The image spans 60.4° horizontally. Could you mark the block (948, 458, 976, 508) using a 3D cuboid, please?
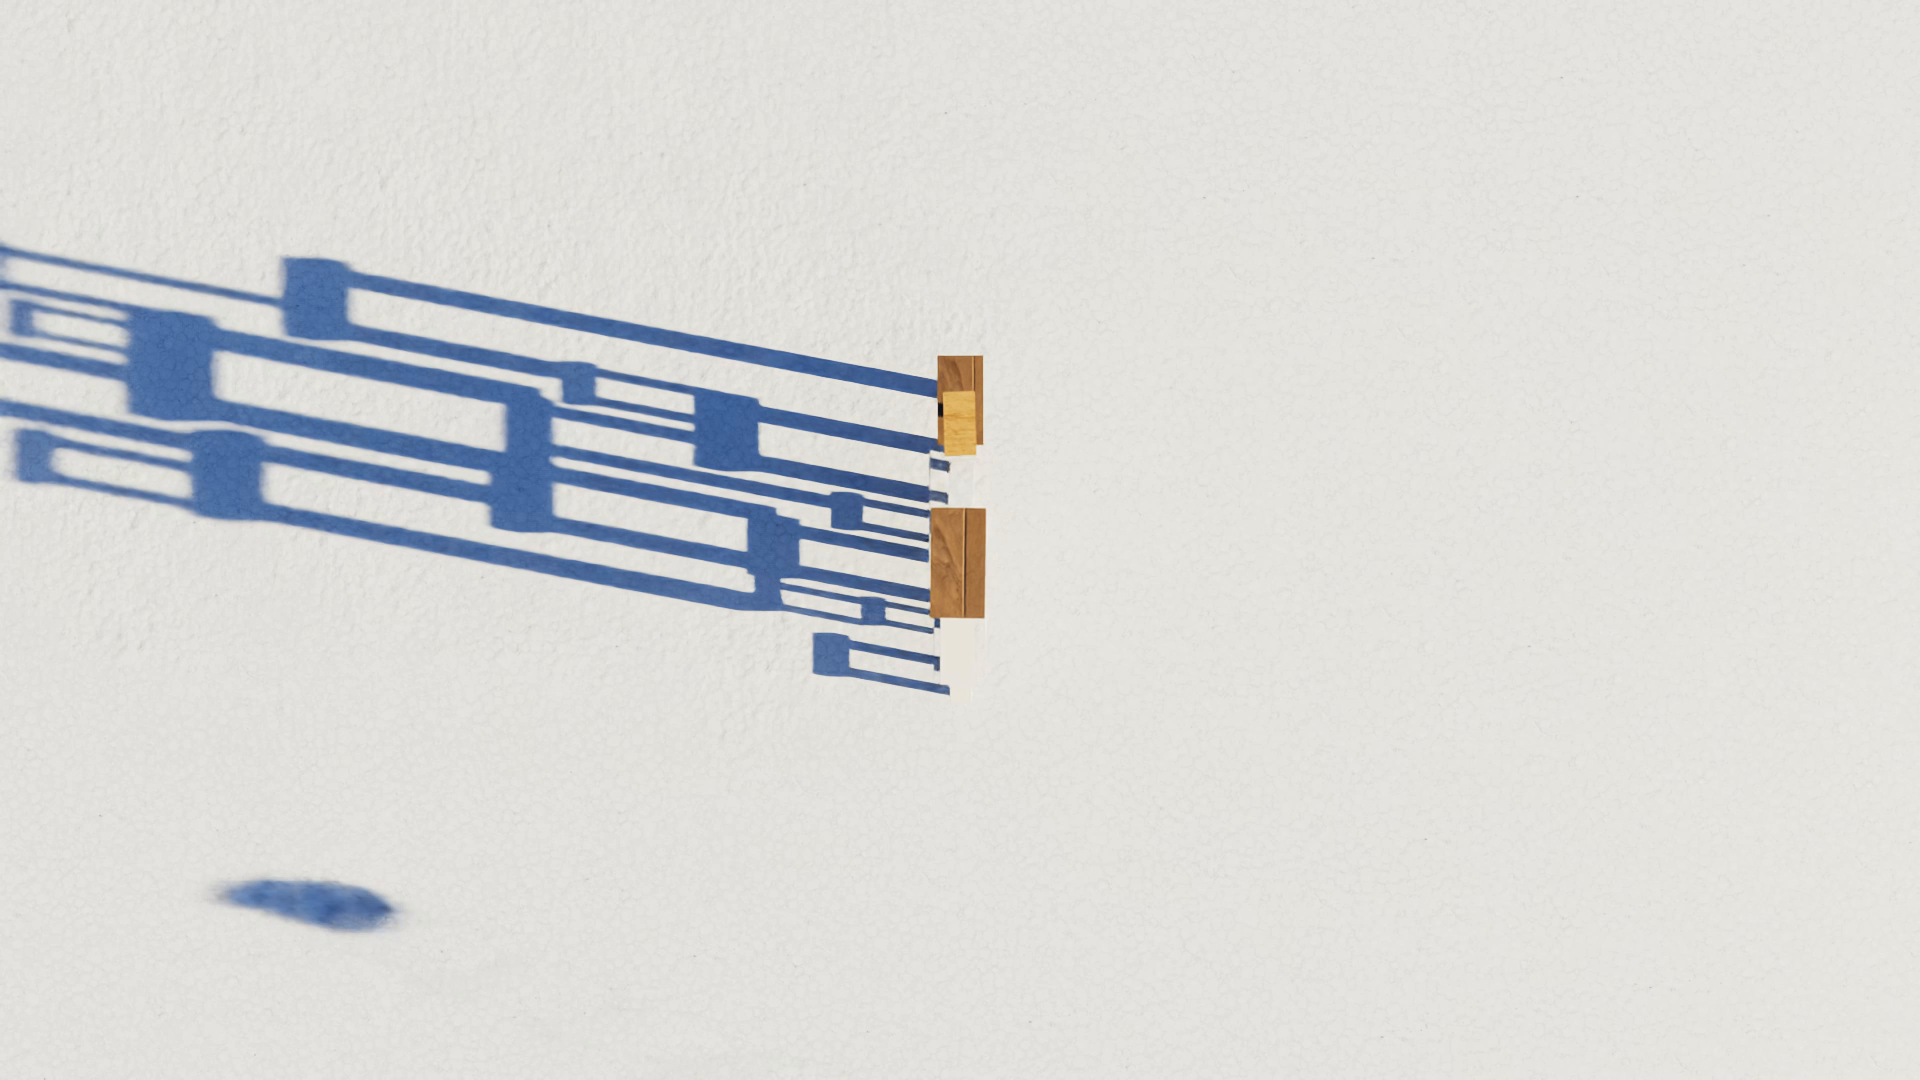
[{"bbox_3d":[0.004,-0.150,4.440,0.067,0.019,0.133,3,90,1],"label":"block"}]

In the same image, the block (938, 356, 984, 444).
[{"bbox_3d":[0.001,-0.400,4.773,0.133,0.038,0.266,0,90,0],"label":"block"}]

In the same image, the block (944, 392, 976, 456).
[{"bbox_3d":[0.000,-0.310,4.402,0.085,0.024,0.169,-1,90,0],"label":"block"}]

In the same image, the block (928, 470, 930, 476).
[{"bbox_3d":[0.001,-0.204,4.816,0.177,0.365,0.050,1,90,0],"label":"block"}]

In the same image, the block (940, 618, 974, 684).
[{"bbox_3d":[-0.008,0.298,4.455,0.091,0.026,0.183,0,91,0],"label":"block"}]

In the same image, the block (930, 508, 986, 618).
[{"bbox_3d":[-0.005,0.059,4.276,0.143,0.040,0.285,1,89,0],"label":"block"}]

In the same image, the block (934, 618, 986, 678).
[{"bbox_3d":[0.000,0.241,4.672,0.147,0.042,0.293,1,91,0],"label":"block"}]

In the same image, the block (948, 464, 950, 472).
[{"bbox_3d":[0.004,-0.196,4.516,0.067,0.133,0.019,1,91,1],"label":"block"}]

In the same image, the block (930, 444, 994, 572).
[{"bbox_3d":[0.003,-0.087,4.608,0.177,0.050,0.354,0,90,0],"label":"block"}]

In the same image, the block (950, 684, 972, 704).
[{"bbox_3d":[0.002,0.464,5.353,0.069,0.020,0.138,0,90,0],"label":"block"}]
